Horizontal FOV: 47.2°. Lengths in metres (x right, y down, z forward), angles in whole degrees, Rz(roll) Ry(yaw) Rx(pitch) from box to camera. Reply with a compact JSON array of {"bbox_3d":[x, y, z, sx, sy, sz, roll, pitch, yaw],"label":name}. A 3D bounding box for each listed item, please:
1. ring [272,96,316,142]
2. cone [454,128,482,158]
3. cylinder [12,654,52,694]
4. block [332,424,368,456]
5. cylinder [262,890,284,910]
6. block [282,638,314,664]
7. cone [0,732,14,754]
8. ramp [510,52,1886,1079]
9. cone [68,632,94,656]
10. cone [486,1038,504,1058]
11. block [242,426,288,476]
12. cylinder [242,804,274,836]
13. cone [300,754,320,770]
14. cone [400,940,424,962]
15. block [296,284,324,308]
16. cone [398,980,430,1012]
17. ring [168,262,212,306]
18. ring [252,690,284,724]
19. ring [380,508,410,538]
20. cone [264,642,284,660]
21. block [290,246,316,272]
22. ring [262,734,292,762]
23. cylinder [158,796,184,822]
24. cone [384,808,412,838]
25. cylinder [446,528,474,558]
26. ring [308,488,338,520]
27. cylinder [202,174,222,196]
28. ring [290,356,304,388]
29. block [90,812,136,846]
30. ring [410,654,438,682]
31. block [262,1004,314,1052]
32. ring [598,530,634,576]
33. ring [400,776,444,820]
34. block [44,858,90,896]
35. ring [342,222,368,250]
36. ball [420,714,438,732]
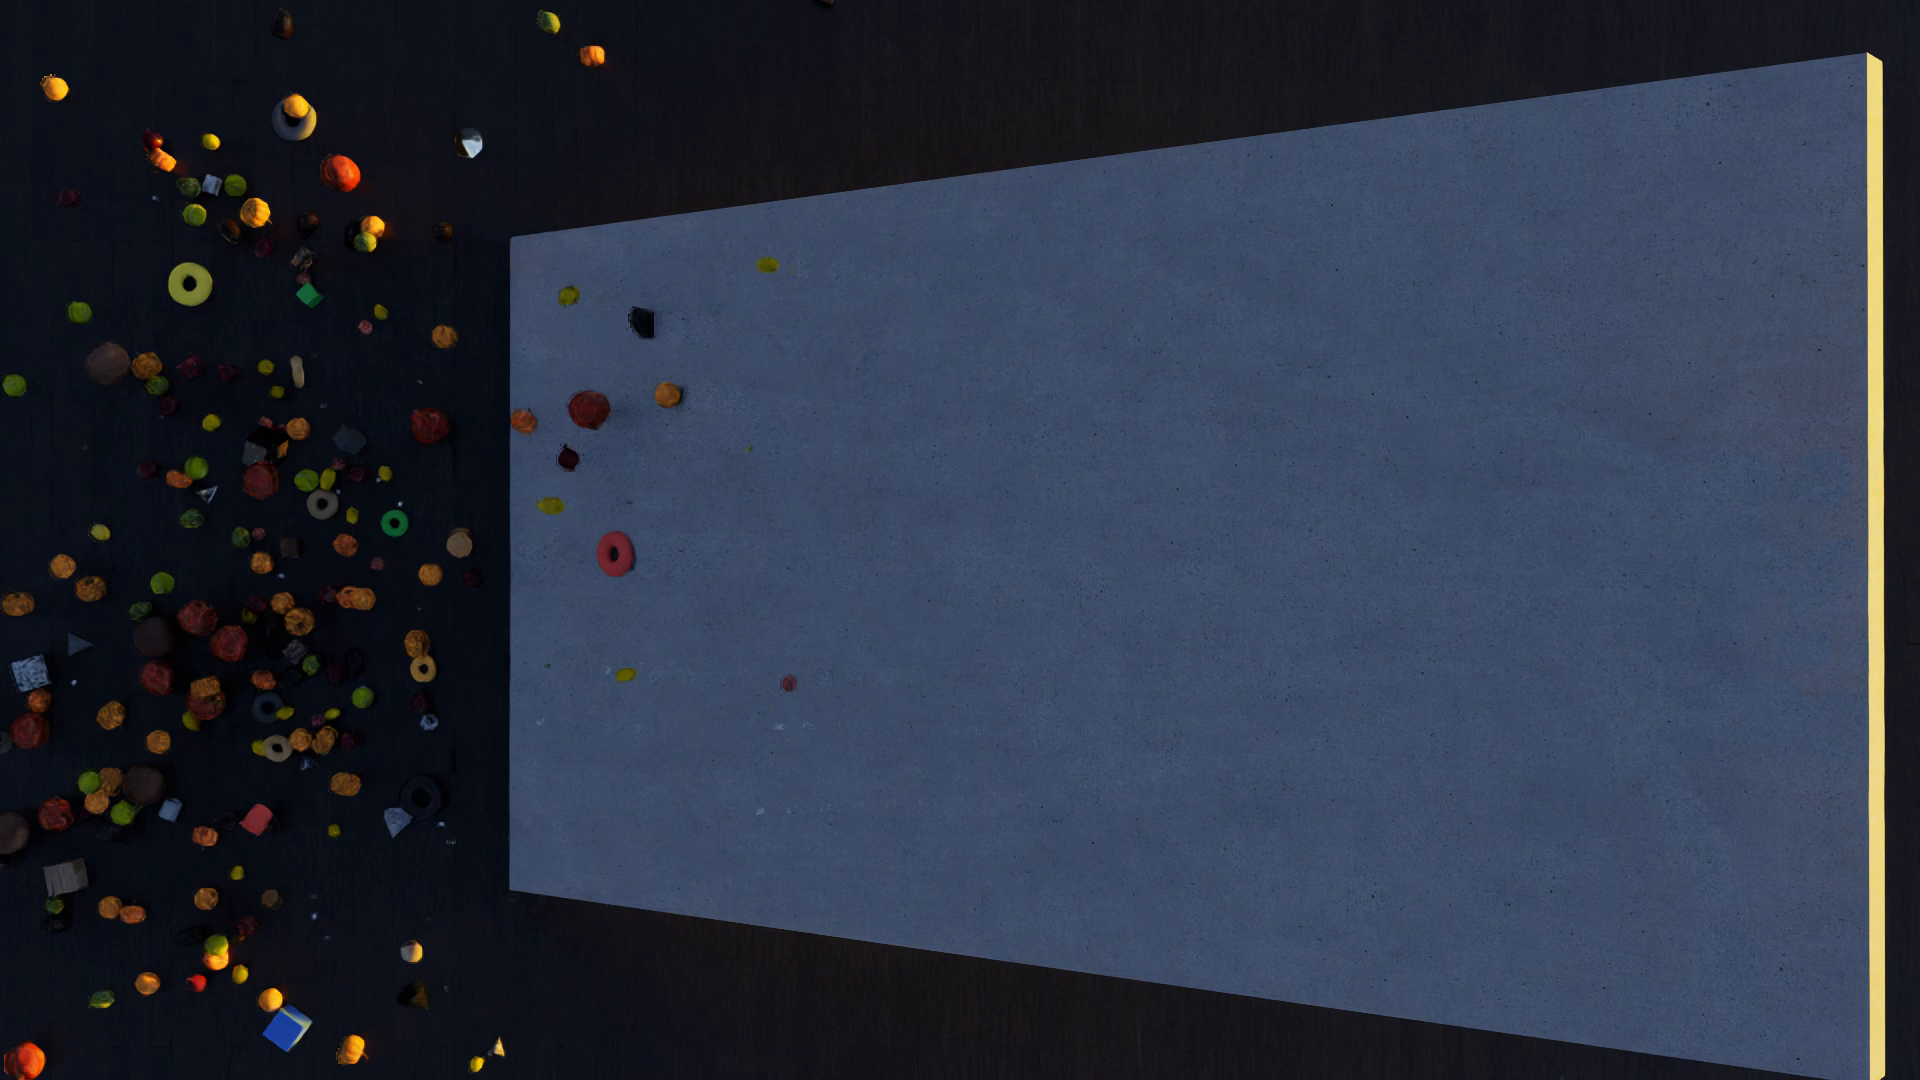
[{"bbox_3d":[-2.061,-1.302,6.803,0.139,0.046,0.139,0,89,1],"label":"ring"},{"bbox_3d":[-1.538,-1.236,6.791,0.095,0.095,0.095,-19,122,-32],"label":"cone"},{"bbox_3d":[-2.856,0.412,6.764,0.094,0.094,0.094,-17,92,0],"label":"cylinder"},{"bbox_3d":[-1.875,-0.308,6.761,0.062,0.062,0.062,-50,55,11],"label":"block"},{"bbox_3d":[-2.118,1.107,6.775,0.052,0.052,0.052,-1,66,1],"label":"cylinder"},{"bbox_3d":[-2.043,0.344,6.785,0.058,0.058,0.058,43,90,0],"label":"block"},{"bbox_3d":[-2.966,0.627,6.780,0.065,0.065,0.065,0,90,0],"label":"cone"},{"bbox_3d":[0.221,0.063,5.537,4.000,0.100,2.000,0,90,38],"label":"ramp"},{"bbox_3d":[-2.716,0.323,6.798,0.074,0.074,0.074,2,90,-27],"label":"cone"},{"bbox_3d":[-1.428,1.562,6.792,0.057,0.057,0.057,7,66,0],"label":"cone"},{"bbox_3d":[-2.122,-0.274,6.720,0.092,0.092,0.092,25,126,3],"label":"block"},{"bbox_3d":[-2.135,0.849,6.684,0.069,0.069,0.069,28,57,0],"label":"cylinder"},{"bbox_3d":[-2.003,0.690,6.800,0.054,0.054,0.054,13,90,-27],"label":"cone"},{"bbox_3d":[-1.678,1.251,6.753,0.072,0.072,0.072,12,57,-19],"label":"cone"},{"bbox_3d":[-2.008,-0.755,6.793,0.051,0.051,0.051,-43,83,0],"label":"block"},{"bbox_3d":[-1.666,1.424,6.784,0.094,0.094,0.094,-35,116,0],"label":"cone"},{"bbox_3d":[-2.381,-0.790,6.799,0.137,0.046,0.137,0,90,1],"label":"ring"},{"bbox_3d":[-2.139,0.518,6.796,0.104,0.035,0.104,0,88,0],"label":"ring"},{"bbox_3d":[-1.748,-0.052,6.803,0.087,0.029,0.087,0,89,-1],"label":"ring"},{"bbox_3d":[-2.124,0.344,6.783,0.061,0.061,0.061,0,89,1],"label":"cone"},{"bbox_3d":[-2.014,-0.863,6.744,0.053,0.053,0.053,35,103,-20],"label":"block"},{"bbox_3d":[-2.097,0.640,6.757,0.089,0.030,0.089,-1,108,-2],"label":"ring"},{"bbox_3d":[-2.434,0.830,6.781,0.057,0.057,0.057,33,76,0],"label":"cylinder"},{"bbox_3d":[-1.744,0.888,6.791,0.088,0.088,0.088,19,116,0],"label":"cone"},{"bbox_3d":[-1.525,0.006,6.708,0.077,0.077,0.077,-3,104,-10],"label":"cylinder"},{"bbox_3d":[-1.971,-0.112,6.801,0.099,0.033,0.099,0,86,2],"label":"ring"},{"bbox_3d":[-2.313,-1.097,6.798,0.052,0.052,0.052,18,90,0],"label":"cylinder"},{"bbox_3d":[-2.039,-0.519,6.771,0.034,0.101,0.101,-8,90,-16],"label":"ring"},{"bbox_3d":[-2.598,0.889,6.743,0.085,0.085,0.085,-5,68,23],"label":"block"},{"bbox_3d":[-1.656,0.397,6.794,0.088,0.029,0.088,0,89,11],"label":"ring"},{"bbox_3d":[-2.067,1.499,6.760,0.092,0.092,0.092,36,90,0],"label":"block"},{"bbox_3d":[-1.005,0.040,6.414,0.135,0.045,0.135,1,91,38],"label":"ring"},{"bbox_3d":[-1.658,0.793,6.777,0.143,0.048,0.143,0,102,1],"label":"ring"},{"bbox_3d":[-2.749,1.036,6.764,0.090,0.090,0.090,-11,90,0],"label":"block"},{"bbox_3d":[-1.866,-0.937,6.778,0.031,0.092,0.092,-9,90,31],"label":"ring"},{"bbox_3d":[-1.638,0.562,6.786,0.054,0.054,0.054,0,90,0],"label":"ball"}]
